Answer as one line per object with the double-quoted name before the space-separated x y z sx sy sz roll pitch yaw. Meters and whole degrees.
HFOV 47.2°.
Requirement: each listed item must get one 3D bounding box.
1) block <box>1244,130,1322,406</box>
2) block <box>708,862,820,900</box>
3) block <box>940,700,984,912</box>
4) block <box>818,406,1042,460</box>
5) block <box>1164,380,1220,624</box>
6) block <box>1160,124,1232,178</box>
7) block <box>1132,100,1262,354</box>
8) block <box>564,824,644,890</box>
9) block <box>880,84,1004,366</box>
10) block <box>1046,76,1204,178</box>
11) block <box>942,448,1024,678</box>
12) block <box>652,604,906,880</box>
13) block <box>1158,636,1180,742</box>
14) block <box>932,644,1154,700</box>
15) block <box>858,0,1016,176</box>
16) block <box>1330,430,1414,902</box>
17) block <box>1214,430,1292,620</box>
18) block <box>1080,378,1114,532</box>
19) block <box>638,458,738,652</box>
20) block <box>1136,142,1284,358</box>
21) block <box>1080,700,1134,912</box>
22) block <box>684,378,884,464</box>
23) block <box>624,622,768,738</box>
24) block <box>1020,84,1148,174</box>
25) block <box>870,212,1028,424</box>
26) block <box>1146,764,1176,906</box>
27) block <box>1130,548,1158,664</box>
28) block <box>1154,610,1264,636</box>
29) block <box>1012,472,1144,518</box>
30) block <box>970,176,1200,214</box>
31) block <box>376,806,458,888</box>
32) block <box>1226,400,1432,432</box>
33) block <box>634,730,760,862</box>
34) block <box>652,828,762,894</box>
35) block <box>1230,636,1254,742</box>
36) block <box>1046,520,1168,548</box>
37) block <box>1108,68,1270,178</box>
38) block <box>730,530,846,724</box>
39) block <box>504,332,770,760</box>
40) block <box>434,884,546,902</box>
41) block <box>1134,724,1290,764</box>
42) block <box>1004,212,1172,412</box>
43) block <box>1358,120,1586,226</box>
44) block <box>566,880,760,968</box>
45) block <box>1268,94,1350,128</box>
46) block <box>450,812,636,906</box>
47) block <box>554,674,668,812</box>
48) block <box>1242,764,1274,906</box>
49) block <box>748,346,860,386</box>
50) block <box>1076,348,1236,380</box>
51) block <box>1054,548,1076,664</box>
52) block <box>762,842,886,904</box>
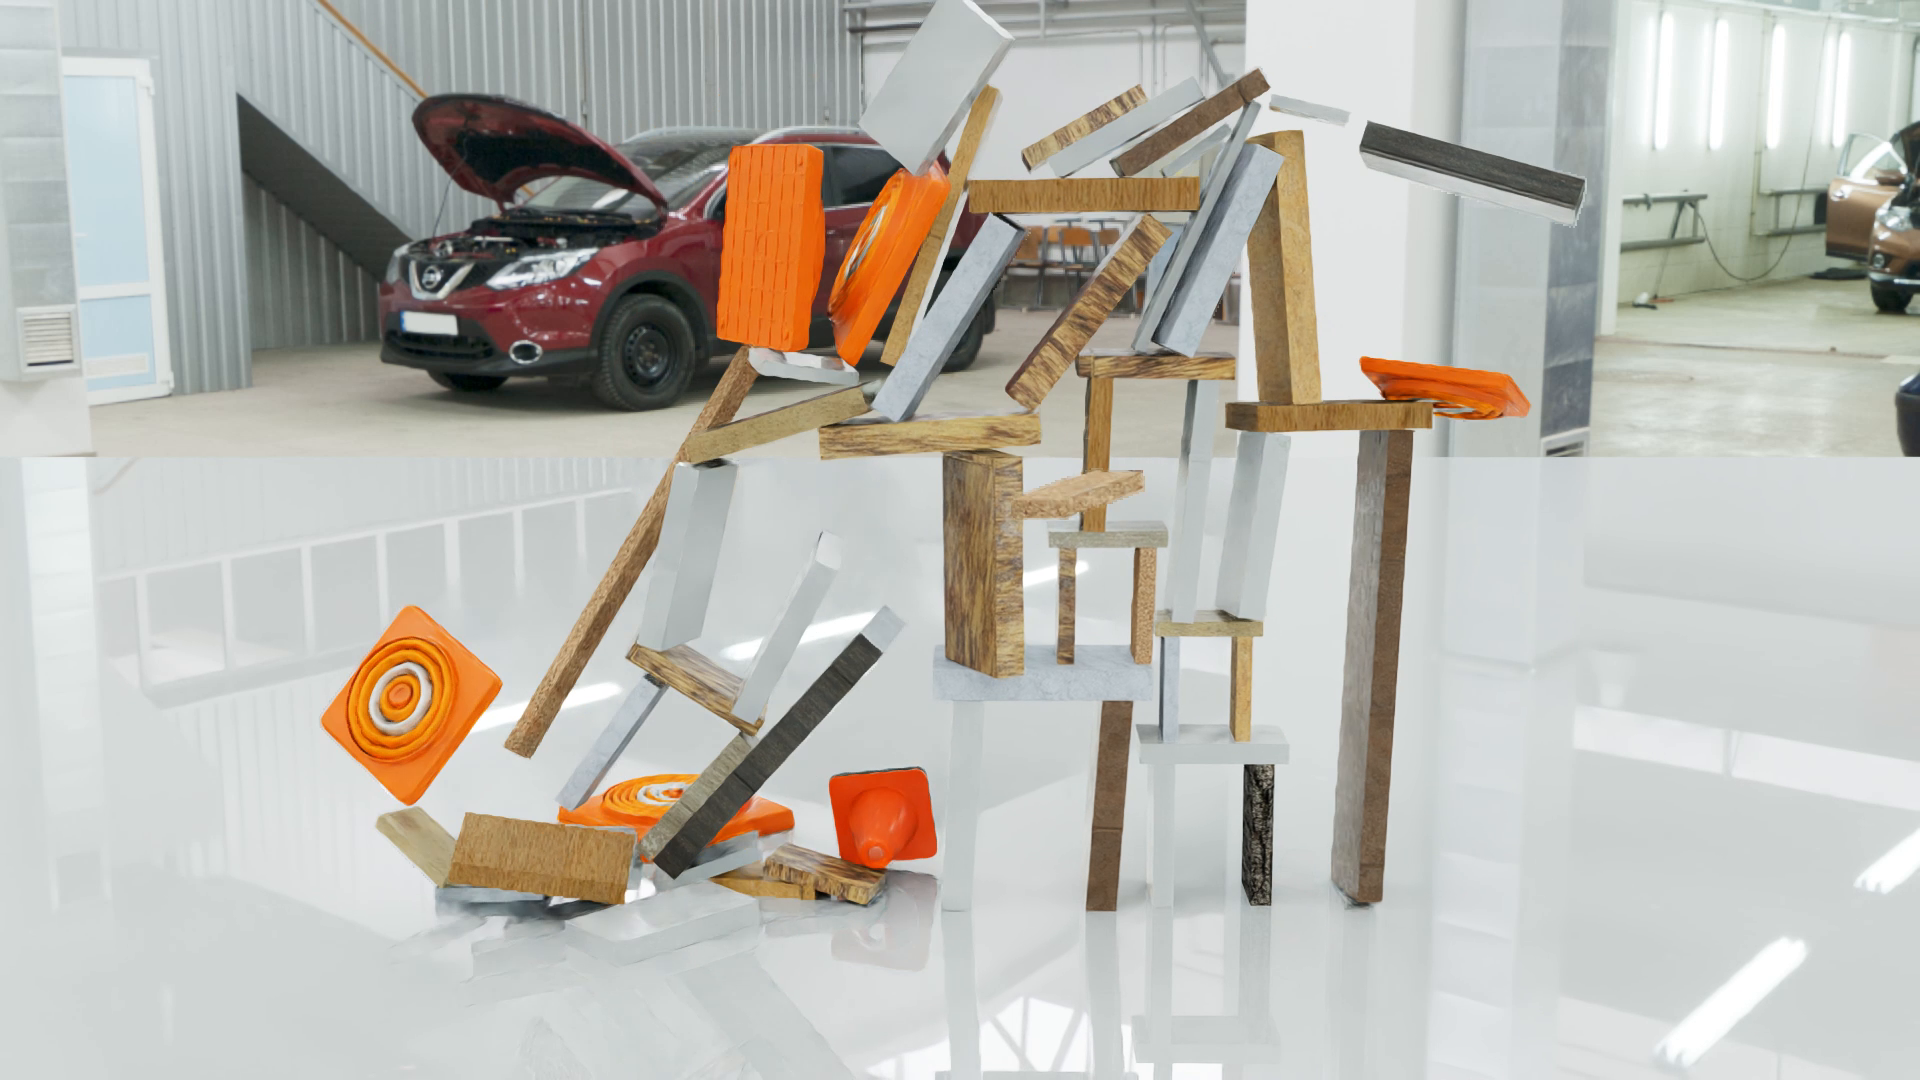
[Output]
"block" 0.515 -0.435 3.537 0.048 0.428 0.170 -6 7 -10
"block" -0.320 0.570 3.698 0.184 0.026 0.092 3 12 13
"block" 0.005 0.415 3.639 0.050 0.353 0.176 3 11 0
"block" -0.044 -0.173 3.523 0.347 0.049 0.174 -4 7 3
"block" 0.373 -0.070 3.547 0.035 0.392 0.123 5 11 -2
"block" 0.369 -0.610 3.451 0.122 0.017 0.061 -35 6 5
"block" 0.370 -0.490 3.452 0.017 0.423 0.061 24 8 -4
"block" -0.670 0.520 3.631 0.276 0.039 0.138 5 21 -16
"block" -0.028 -0.497 3.502 0.030 0.461 0.105 21 6 3
"block" 0.260 -0.644 3.446 0.257 0.036 0.128 -28 5 9
"block" 0.036 0.032 3.498 0.049 0.347 0.174 -6 11 -28
"block" -0.295 0.331 3.606 0.049 0.541 0.174 42 18 -1
"block" 0.343 0.233 3.603 0.025 0.175 0.087 0 11 1
"block" 0.133 0.216 3.600 0.353 0.050 0.176 0 11 0
"block" -0.038 -0.702 3.377 0.128 0.256 0.036 44 25 16
"block" 0.678 0.200 3.628 0.042 0.771 0.148 2 5 -8
"block" 0.472 -0.028 3.556 0.042 0.296 0.148 7 5 -9
"block" 0.219 -0.145 3.532 0.035 0.246 0.123 2 11 0
"block" -0.445 0.021 3.606 0.043 0.304 0.152 17 12 16
"block" 0.393 -0.462 3.480 0.048 0.339 0.170 23 6 -15
"block" 0.241 0.415 3.640 0.050 0.353 0.176 4 11 -1
"block" -0.280 -0.193 3.567 0.304 0.043 0.152 -16 6 12
"block" -0.440 0.231 3.694 0.252 0.036 0.126 33 11 -10
"block" 0.195 -0.649 3.477 0.210 0.030 0.105 -29 3 2
"block" -0.015 -0.354 3.494 0.050 0.353 0.176 33 10 2
"block" 0.333 0.471 3.648 0.034 0.241 0.121 0 11 0
"block" 0.298 0.097 3.576 0.027 0.191 0.095 2 11 -1
"block" 0.401 0.136 3.583 0.175 0.025 0.087 0 11 0
"block" 0.150 -0.058 2.778 0.081 0.023 0.161 2 15 43
"block" 0.194 -0.541 3.463 0.353 0.050 0.176 0 8 2
"block" -0.882 0.511 3.661 0.177 0.025 0.089 35 21 26
"block" 0.597 -0.202 3.567 0.296 0.042 0.148 -2 6 -13
"block" -0.436 0.422 3.667 0.036 0.252 0.126 42 1 -1
"block" -0.423 0.542 3.699 0.184 0.026 0.092 -19 11 -1
"block" 0.460 0.234 3.601 0.025 0.175 0.087 0 11 1
"block" 0.236 -0.010 3.555 0.191 0.027 0.095 0 11 0
"block" 0.355 -0.646 3.425 0.257 0.036 0.128 -32 8 3
"block" -0.282 0.142 3.618 0.043 0.304 0.152 27 18 -7
"block" -0.533 0.008 3.668 0.023 0.796 0.081 28 -8 13
"block" -0.777 0.577 3.669 0.177 0.025 0.089 -1 9 0
"block" 0.413 0.336 3.622 0.241 0.034 0.121 0 11 1
"block" 0.201 -0.362 3.497 0.050 0.353 0.176 37 6 -4
"block" 0.800 -0.572 3.435 0.339 0.048 0.170 19 5 14
"block" -0.469 0.605 3.481 0.276 0.039 0.138 -10 15 -43
"block" 0.538 -0.662 3.389 0.122 0.017 0.061 14 5 6
"block" -0.669 0.512 3.538 0.276 0.039 0.138 9 27 -6
"block" -0.581 0.336 3.689 0.036 0.252 0.126 36 2 1
"block" 0.494 0.471 3.649 0.034 0.241 0.121 0 11 0
"block" -0.249 -0.276 3.506 0.161 0.023 0.081 6 18 -22
"block" 0.310 -0.282 3.506 0.246 0.035 0.123 1 11 1
"block" 0.171 0.098 3.574 0.027 0.191 0.095 1 11 0
"block" -0.224 0.554 3.656 0.184 0.026 0.092 14 14 14
